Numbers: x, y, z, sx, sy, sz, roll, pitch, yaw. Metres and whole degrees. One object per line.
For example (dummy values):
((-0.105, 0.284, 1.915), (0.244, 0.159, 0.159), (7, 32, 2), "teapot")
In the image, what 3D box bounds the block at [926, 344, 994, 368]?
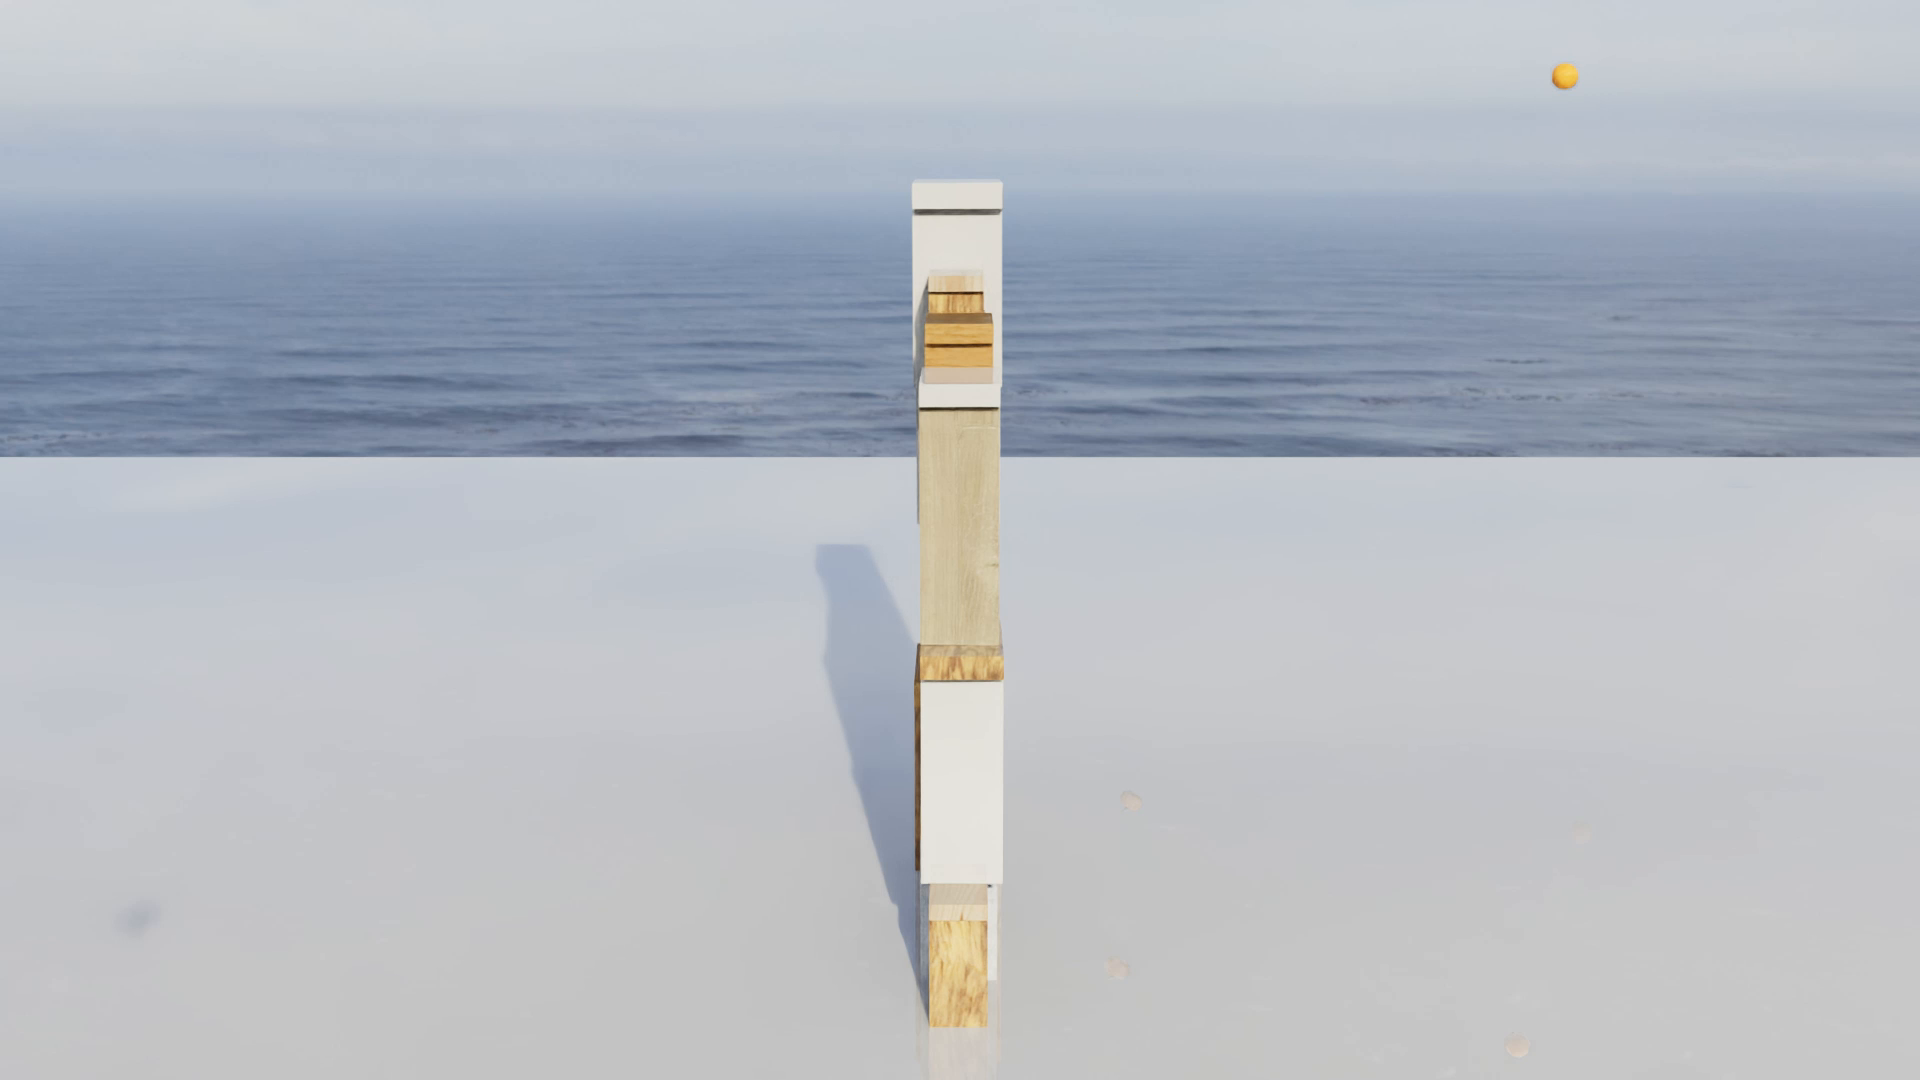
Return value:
((-0.001, -0.198, 3.325), (0.102, 0.204, 0.029), (0, 11, 0), "block")

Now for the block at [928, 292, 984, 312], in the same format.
((-0.005, -0.266, 3.521), (0.087, 0.266, 0.025), (0, 10, 0), "block")

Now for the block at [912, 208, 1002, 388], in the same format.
((-0.004, -0.408, 3.698), (0.149, 0.298, 0.042), (0, 11, 0), "block")

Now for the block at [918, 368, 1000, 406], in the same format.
((-0.001, -0.221, 3.167), (0.112, 0.032, 0.225), (0, 10, 0), "block")

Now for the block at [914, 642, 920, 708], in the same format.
((-0.003, 0.234, 3.844), (0.148, 0.042, 0.297), (0, 11, 0), "block")

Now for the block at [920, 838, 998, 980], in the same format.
((-0.002, 0.544, 3.290), (0.114, 0.229, 0.032), (0, 11, 0), "block")

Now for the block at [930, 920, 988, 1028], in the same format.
((-0.002, 0.609, 3.118), (0.082, 0.165, 0.023), (0, 11, 0), "block")

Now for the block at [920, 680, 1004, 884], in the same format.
((0.003, 0.340, 3.147), (0.117, 0.307, 0.033), (0, 11, 0), "block")

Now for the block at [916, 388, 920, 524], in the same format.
((-0.004, -0.312, 3.918), (0.149, 0.567, 0.042), (0, 11, 0), "block")

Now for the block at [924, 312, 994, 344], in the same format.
((-0.001, -0.325, 3.371), (0.102, 0.029, 0.204), (0, 11, 0), "block")

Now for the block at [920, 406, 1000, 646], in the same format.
((-0.001, -0.022, 3.128), (0.113, 0.345, 0.032), (0, 10, 0), "block")

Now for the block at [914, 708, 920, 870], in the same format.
((-0.003, 0.419, 3.778), (0.148, 0.297, 0.042), (0, 11, 0), "block")

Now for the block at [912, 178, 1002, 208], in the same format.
((-0.005, -0.593, 3.765), (0.149, 0.042, 0.298), (0, 11, 0), "block")

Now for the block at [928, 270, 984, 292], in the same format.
((-0.006, -0.420, 3.552), (0.087, 0.025, 0.175), (0, 10, 0), "block")

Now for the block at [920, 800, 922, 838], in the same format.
((-0.002, 0.402, 3.341), (0.114, 0.032, 0.229), (0, 11, 0), "block")

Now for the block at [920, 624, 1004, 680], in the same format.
((0.003, 0.158, 3.192), (0.117, 0.033, 0.234), (0, 10, 0), "block")

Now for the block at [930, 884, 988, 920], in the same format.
((-0.002, 0.506, 3.155), (0.082, 0.023, 0.165), (0, 11, 0), "block")
